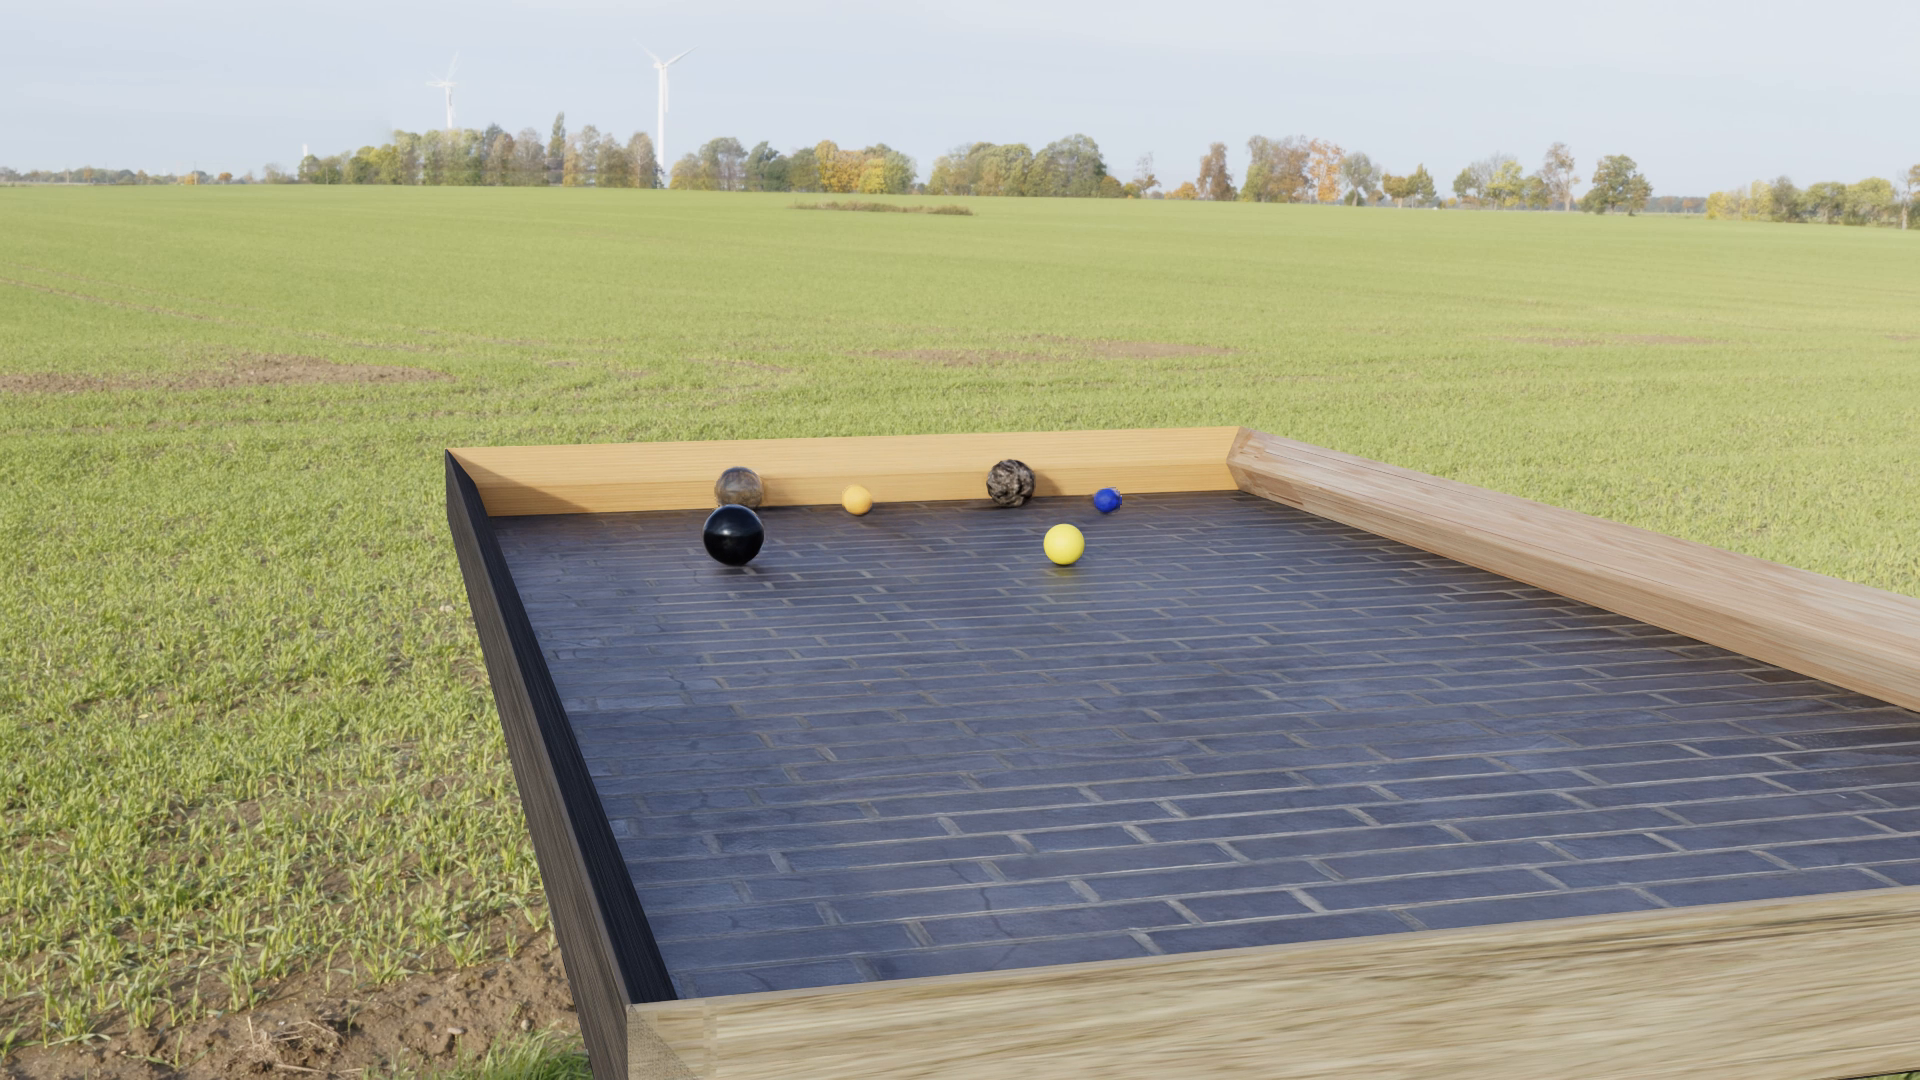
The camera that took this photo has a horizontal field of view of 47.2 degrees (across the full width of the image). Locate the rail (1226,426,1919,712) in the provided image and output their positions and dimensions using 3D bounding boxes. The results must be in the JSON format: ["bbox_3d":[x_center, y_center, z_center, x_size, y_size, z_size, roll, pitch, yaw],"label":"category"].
[{"bbox_3d":[0.840,0.045,2.770,0.045,0.116,2.681,-2,9,-15],"label":"rail"}]

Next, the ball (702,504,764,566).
[{"bbox_3d":[-0.330,-0.007,3.205,0.089,0.089,0.089,0,9,0],"label":"ball"}]

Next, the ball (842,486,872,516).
[{"bbox_3d":[-0.173,-0.067,3.726,0.050,0.050,0.050,0,9,0],"label":"ball"}]

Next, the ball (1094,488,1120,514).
[{"bbox_3d":[0.250,-0.067,3.749,0.044,0.044,0.044,0,9,0],"label":"ball"}]

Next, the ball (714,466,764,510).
[{"bbox_3d":[-0.375,-0.085,3.736,0.082,0.082,0.082,0,9,0],"label":"ball"}]

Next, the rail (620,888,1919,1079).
[{"bbox_3d":[0.514,0.265,1.336,1.428,0.116,0.045,-2,9,-15],"label":"rail"}]

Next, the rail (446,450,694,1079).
[{"bbox_3d":[-0.494,0.099,2.417,0.045,0.116,2.681,-2,9,-15],"label":"rail"}]

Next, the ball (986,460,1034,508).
[{"bbox_3d":[0.088,-0.098,3.818,0.084,0.084,0.084,0,9,0],"label":"ball"}]

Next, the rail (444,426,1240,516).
[{"bbox_3d":[-0.167,-0.121,3.851,1.428,0.116,0.045,-2,9,-15],"label":"rail"}]

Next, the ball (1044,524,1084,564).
[{"bbox_3d":[0.152,0.006,3.214,0.060,0.060,0.060,0,9,0],"label":"ball"}]
